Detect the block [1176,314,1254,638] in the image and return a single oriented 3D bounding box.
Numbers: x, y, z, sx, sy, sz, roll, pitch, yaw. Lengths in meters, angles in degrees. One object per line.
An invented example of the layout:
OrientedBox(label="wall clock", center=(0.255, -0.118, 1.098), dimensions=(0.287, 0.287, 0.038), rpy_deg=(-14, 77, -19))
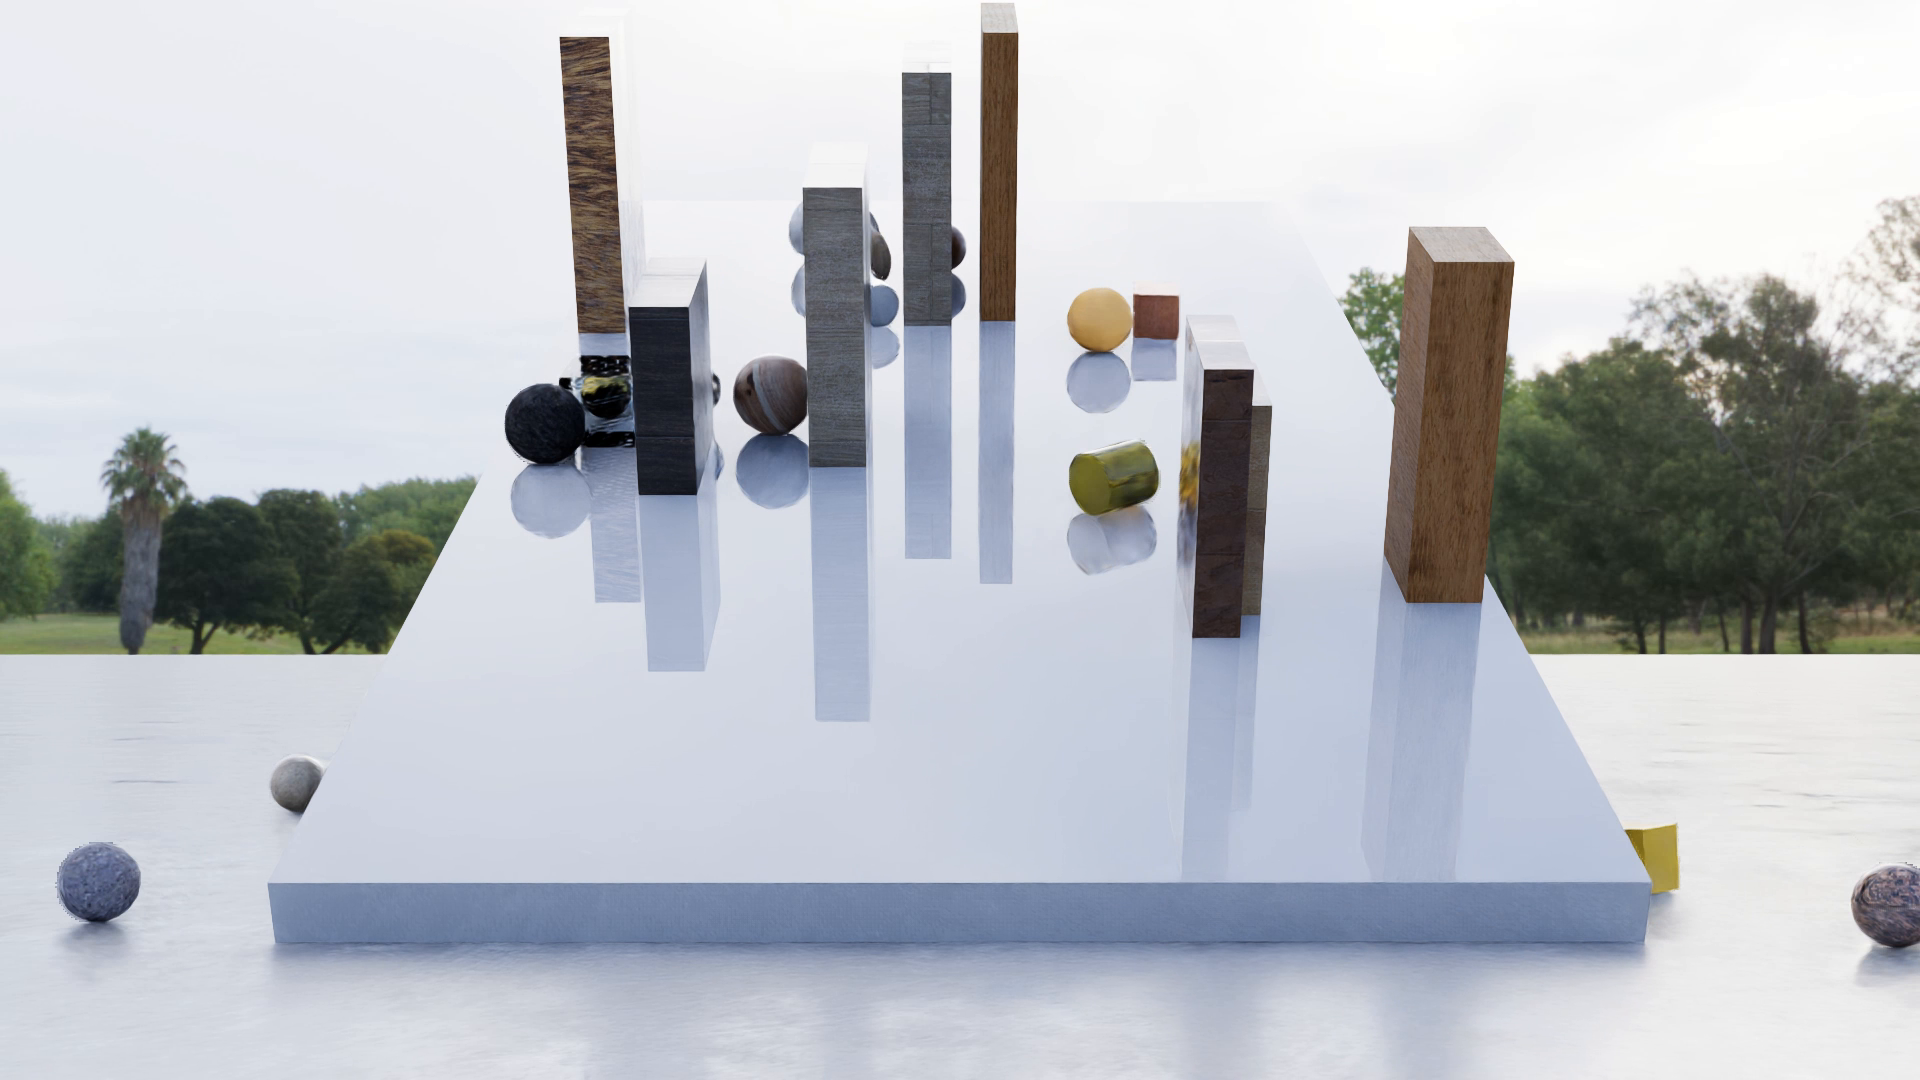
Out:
OrientedBox(label="block", center=(0.456, -0.118, 4.152), dimensions=(0.086, 0.503, 0.317), rpy_deg=(0, 22, 0))

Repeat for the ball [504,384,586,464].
OrientedBox(label="ball", center=(-0.881, -0.247, 4.889), dimensions=(0.172, 0.172, 0.172), rpy_deg=(0, -3, 0))

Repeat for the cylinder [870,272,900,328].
OrientedBox(label="cylinder", center=(-0.224, -0.610, 5.851), dimensions=(0.111, 0.111, 0.111), rpy_deg=(1, 23, -25))

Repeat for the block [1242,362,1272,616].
OrientedBox(label="block", center=(0.505, -0.096, 4.227), dimensions=(0.084, 0.404, 0.243), rpy_deg=(0, 22, 0))

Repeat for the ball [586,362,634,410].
OrientedBox(label="ball", center=(-0.789, -0.349, 5.219), dimensions=(0.111, 0.111, 0.111), rpy_deg=(0, -3, 0))

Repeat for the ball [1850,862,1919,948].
OrientedBox(label="ball", center=(1.342, 0.524, 3.304), dimensions=(0.120, 0.120, 0.120), rpy_deg=(0, -3, 0))

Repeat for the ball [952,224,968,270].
OrientedBox(label="ball", center=(-0.048, -0.799, 6.274), dimensions=(0.138, 0.138, 0.138), rpy_deg=(0, -3, 0))

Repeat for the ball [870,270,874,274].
OrientedBox(label="ball", center=(-0.264, -0.653, 5.948), dimensions=(0.116, 0.116, 0.116), rpy_deg=(0, -3, 0))

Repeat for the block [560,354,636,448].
OrientedBox(label="block", center=(-0.778, -0.305, 5.050), dimensions=(0.158, 0.158, 0.158), rpy_deg=(2, 23, 4))

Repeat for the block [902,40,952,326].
OrientedBox(label="block", center=(-0.082, -0.922, 5.913), dimensions=(0.122, 0.641, 0.435), rpy_deg=(0, 22, 0))

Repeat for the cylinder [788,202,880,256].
OrientedBox(label="cylinder", center=(-0.346, -0.845, 6.330), dimensions=(0.179, 0.179, 0.179), rpy_deg=(2, 16, -41))

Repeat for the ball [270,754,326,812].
OrientedBox(label="ball", center=(-1.732, 0.638, 6.035), dimensions=(0.150, 0.150, 0.150), rpy_deg=(0, -3, 0))

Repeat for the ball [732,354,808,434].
OrientedBox(label="ball", center=(-0.410, -0.321, 5.063), dimensions=(0.178, 0.178, 0.178), rpy_deg=(0, -3, 0))

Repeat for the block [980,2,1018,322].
OrientedBox(label="block", center=(0.098, -0.979, 5.934), dimensions=(0.088, 0.730, 0.436), rpy_deg=(0, 22, 0))

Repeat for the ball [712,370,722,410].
OrientedBox(label="ball", center=(-0.588, -0.334, 5.103), dimensions=(0.119, 0.119, 0.119), rpy_deg=(0, -3, 0))

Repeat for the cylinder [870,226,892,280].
OrientedBox(label="cylinder", center=(-0.296, -0.736, 6.089), dimensions=(0.162, 0.162, 0.162), rpy_deg=(-21, 13, -42))

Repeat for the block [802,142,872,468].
OrientedBox(label="block", center=(-0.260, -0.513, 4.969), dimensions=(0.122, 0.606, 0.412), rpy_deg=(0, 22, 0))

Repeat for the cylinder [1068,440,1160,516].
OrientedBox(label="cylinder", center=(0.311, -0.127, 4.656), dimensions=(0.130, 0.130, 0.130), rpy_deg=(-16, 7, -34))

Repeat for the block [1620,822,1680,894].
OrientedBox(label="block", center=(1.186, 0.561, 4.064), dimensions=(0.114, 0.114, 0.114), rpy_deg=(0, -3, -44))

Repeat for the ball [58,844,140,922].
OrientedBox(label="ball", center=(-1.351, 0.537, 3.615), dimensions=(0.122, 0.122, 0.122), rpy_deg=(0, -3, 0))

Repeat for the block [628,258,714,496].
OrientedBox(label="block", center=(-0.602, -0.349, 4.835), dimensions=(0.121, 0.403, 0.366), rpy_deg=(0, 22, 0))

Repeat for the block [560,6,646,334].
OrientedBox(label="block", center=(-0.897, -0.943, 5.833), dimensions=(0.120, 0.738, 0.442), rpy_deg=(0, 22, 0))

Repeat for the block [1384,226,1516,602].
OrientedBox(label="block", center=(0.893, -0.229, 4.232), dimensions=(0.141, 0.648, 0.240), rpy_deg=(0, 22, 0))

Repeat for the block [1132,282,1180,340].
OrientedBox(label="block", center=(0.490, -0.576, 5.769), dimensions=(0.113, 0.113, 0.113), rpy_deg=(2, 23, 4))

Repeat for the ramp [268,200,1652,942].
OrientedBox(label="ramp", center=(-0.007, -0.223, 5.192), dimensions=(2.000, 0.100, 4.000), rpy_deg=(0, 22, 0))

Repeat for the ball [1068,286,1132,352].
OrientedBox(label="ball", center=(0.341, -0.537, 5.614), dimensions=(0.160, 0.160, 0.160), rpy_deg=(0, -3, 0))
